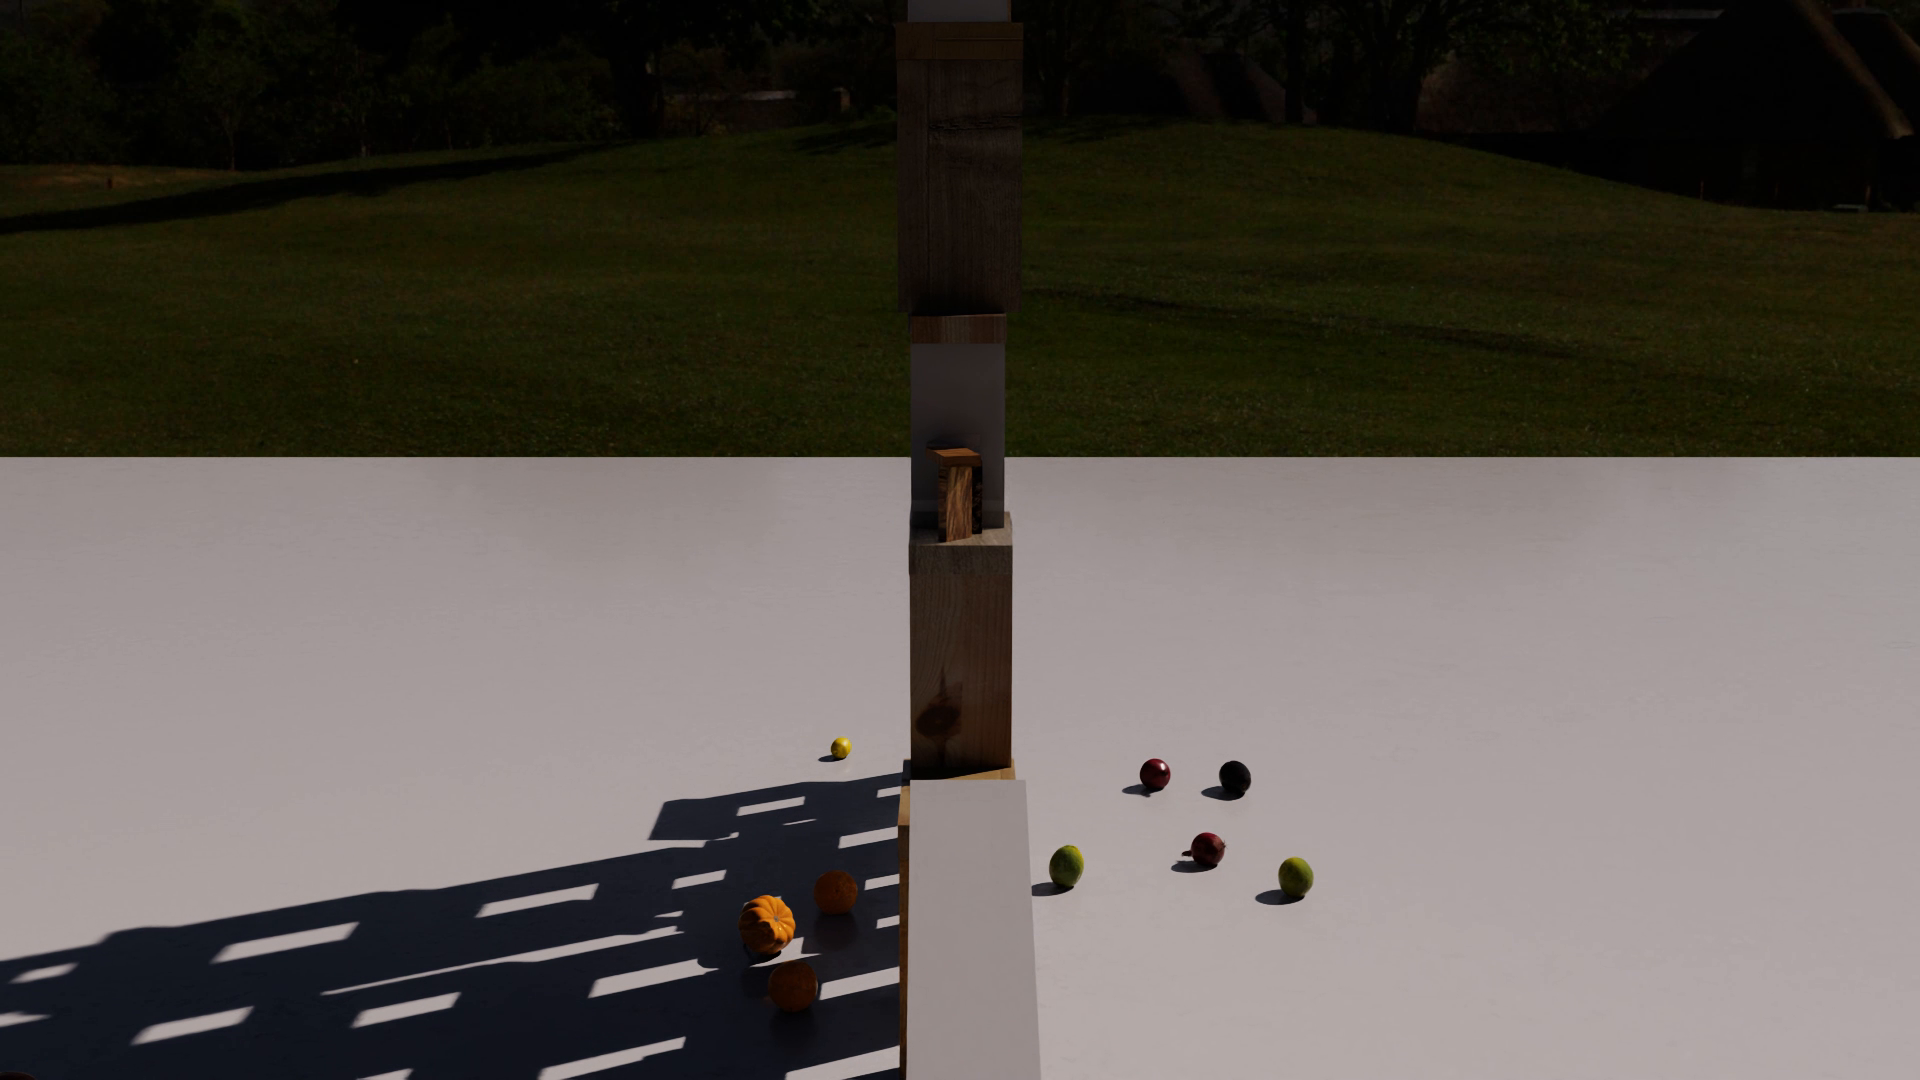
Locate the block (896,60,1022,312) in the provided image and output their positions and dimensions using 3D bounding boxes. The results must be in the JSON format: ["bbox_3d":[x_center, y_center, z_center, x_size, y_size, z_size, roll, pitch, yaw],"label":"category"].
[{"bbox_3d":[0.000,-0.503,3.138,0.176,0.353,0.050,0,10,0],"label":"block"}]

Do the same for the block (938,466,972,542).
[{"bbox_3d":[-0.006,-0.053,3.057,0.015,0.105,0.053,9,13,41],"label":"block"}]

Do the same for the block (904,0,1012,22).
[{"bbox_3d":[-0.004,-0.929,3.310,0.161,0.322,0.046,0,10,0],"label":"block"}]

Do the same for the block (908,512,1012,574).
[{"bbox_3d":[0.002,0.002,3.162,0.143,0.041,0.286,0,10,0],"label":"block"}]

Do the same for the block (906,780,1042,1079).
[{"bbox_3d":[0.015,0.595,2.468,0.149,0.042,0.931,0,35,-1],"label":"block"}]

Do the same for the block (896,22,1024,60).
[{"bbox_3d":[-0.002,-0.722,3.216,0.176,0.050,0.353,0,10,-1],"label":"block"}]

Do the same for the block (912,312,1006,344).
[{"bbox_3d":[-0.002,-0.318,3.213,0.134,0.038,0.267,0,10,0],"label":"block"}]

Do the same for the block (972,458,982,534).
[{"bbox_3d":[0.005,-0.062,3.107,0.053,0.105,0.015,-1,10,-4],"label":"block"}]

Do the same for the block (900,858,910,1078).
[{"bbox_3d":[-0.001,0.561,2.949,0.159,0.318,0.045,0,7,0],"label":"block"}]

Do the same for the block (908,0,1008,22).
[{"bbox_3d":[-0.003,-0.852,3.034,0.136,0.272,0.039,0,10,-1],"label":"block"}]

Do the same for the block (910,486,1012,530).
[{"bbox_3d":[0.001,-0.038,3.463,0.155,0.044,0.310,0,11,0],"label":"block"}]

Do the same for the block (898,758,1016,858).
[{"bbox_3d":[-0.002,0.364,3.013,0.159,0.045,0.318,0,10,0],"label":"block"}]

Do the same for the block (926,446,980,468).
[{"bbox_3d":[-0.010,-0.117,3.075,0.053,0.015,0.105,-3,10,-14],"label":"block"}]

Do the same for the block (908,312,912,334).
[{"bbox_3d":[-0.004,-0.523,3.762,0.169,0.337,0.048,0,11,1],"label":"block"}]

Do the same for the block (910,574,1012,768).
[{"bbox_3d":[0.002,0.179,3.109,0.143,0.286,0.041,0,13,0],"label":"block"}]

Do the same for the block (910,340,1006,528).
[{"bbox_3d":[-0.003,-0.152,3.152,0.134,0.267,0.038,0,10,0],"label":"block"}]
